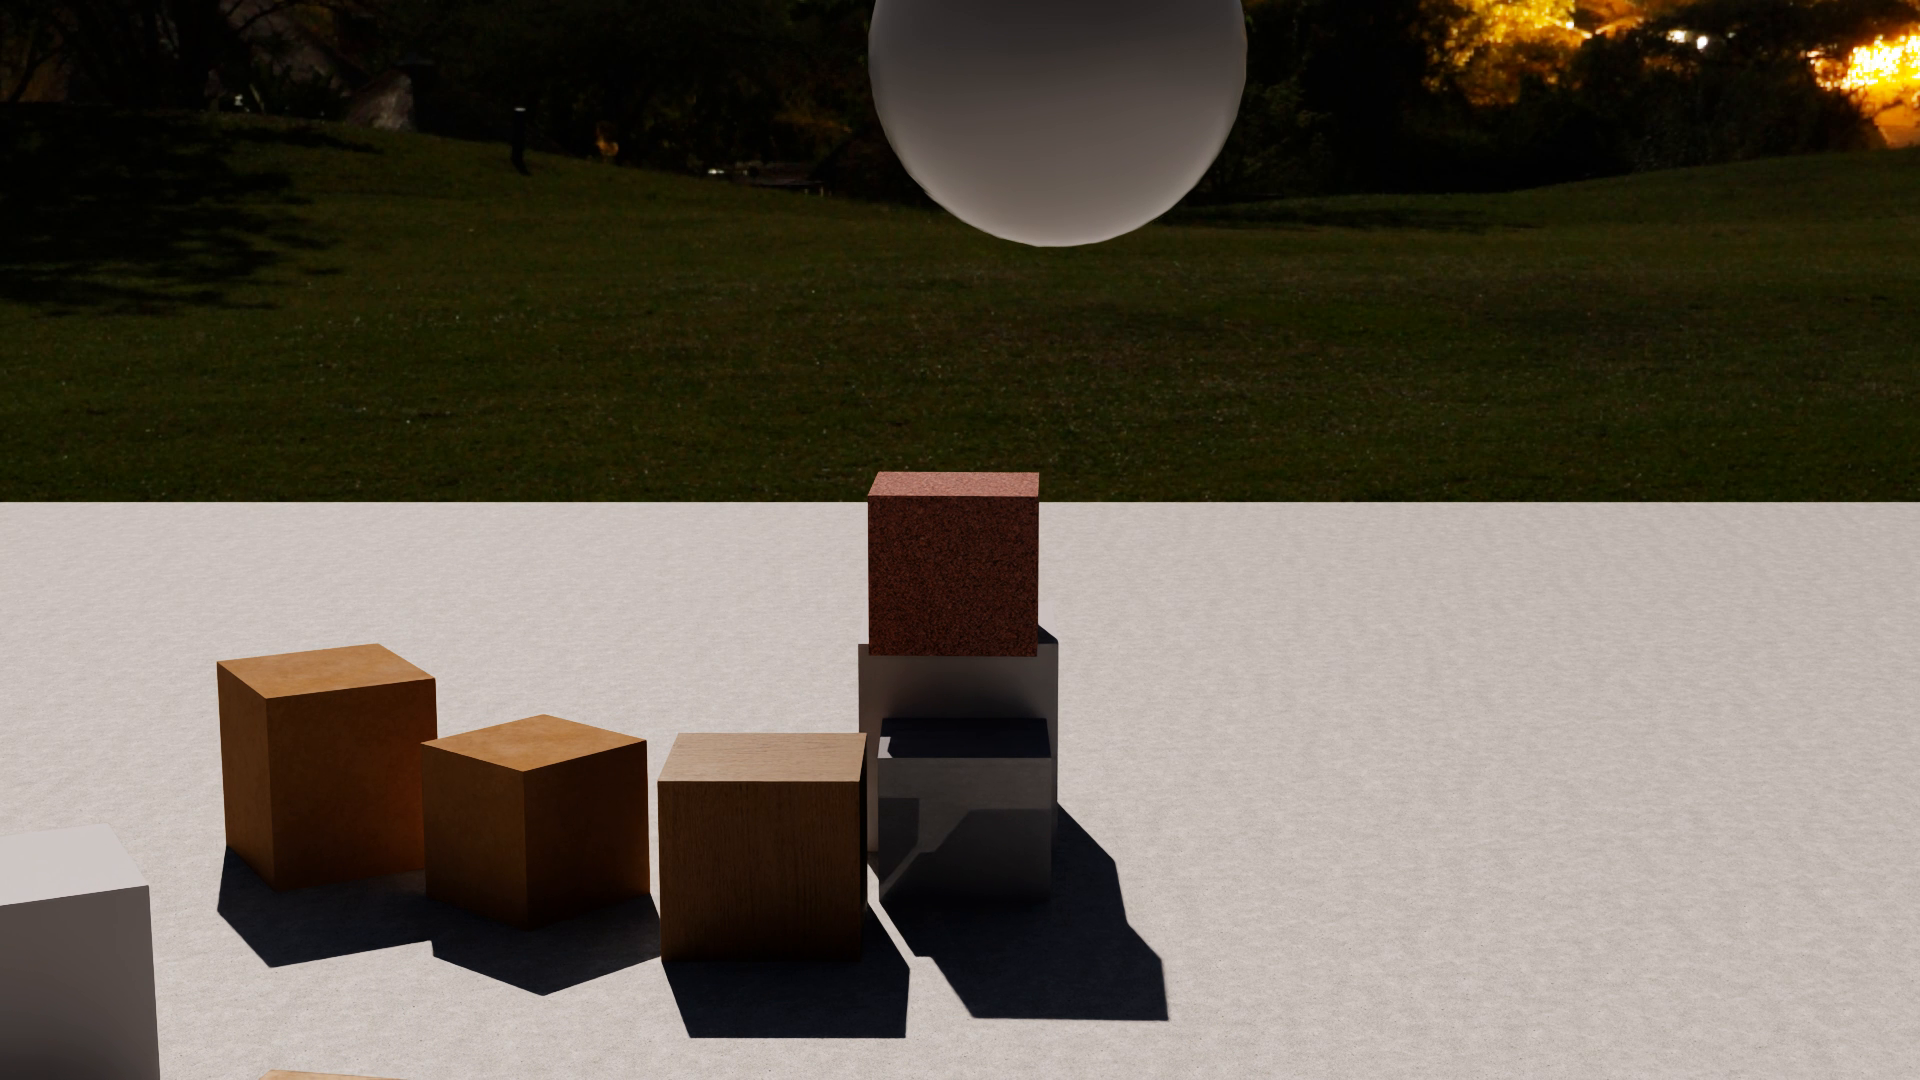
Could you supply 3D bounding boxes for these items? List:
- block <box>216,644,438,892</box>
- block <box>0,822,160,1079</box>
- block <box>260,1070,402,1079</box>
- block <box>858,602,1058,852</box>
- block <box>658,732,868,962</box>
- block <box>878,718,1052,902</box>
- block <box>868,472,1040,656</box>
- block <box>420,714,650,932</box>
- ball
[{"bbox_3d":[-2.855,1.008,11.602,0.754,0.866,0.820,-6,12,-30],"label":"block"},{"bbox_3d":[-3.339,1.525,9.059,0.814,0.759,0.837,-5,12,-27],"label":"block"},{"bbox_3d":[-1.763,1.930,7.122,0.617,0.653,0.694,2,10,11],"label":"block"},{"bbox_3d":[-0.008,0.862,12.106,0.904,0.972,0.932,0,10,0],"label":"block"},{"bbox_3d":[-0.797,1.254,10.580,0.799,0.748,0.755,0,10,0],"label":"block"},{"bbox_3d":[0.020,1.179,11.305,0.739,0.636,0.683,0,10,0],"label":"block"},{"bbox_3d":[-0.019,0.099,11.583,0.743,0.716,0.679,0,10,2],"label":"block"},{"bbox_3d":[-1.825,1.200,11.048,0.687,0.686,0.676,9,14,41],"label":"block"},{"bbox_3d":[0.411,-2.038,10.810,1.600,1.600,1.600,0,10,0],"label":"ball"}]
